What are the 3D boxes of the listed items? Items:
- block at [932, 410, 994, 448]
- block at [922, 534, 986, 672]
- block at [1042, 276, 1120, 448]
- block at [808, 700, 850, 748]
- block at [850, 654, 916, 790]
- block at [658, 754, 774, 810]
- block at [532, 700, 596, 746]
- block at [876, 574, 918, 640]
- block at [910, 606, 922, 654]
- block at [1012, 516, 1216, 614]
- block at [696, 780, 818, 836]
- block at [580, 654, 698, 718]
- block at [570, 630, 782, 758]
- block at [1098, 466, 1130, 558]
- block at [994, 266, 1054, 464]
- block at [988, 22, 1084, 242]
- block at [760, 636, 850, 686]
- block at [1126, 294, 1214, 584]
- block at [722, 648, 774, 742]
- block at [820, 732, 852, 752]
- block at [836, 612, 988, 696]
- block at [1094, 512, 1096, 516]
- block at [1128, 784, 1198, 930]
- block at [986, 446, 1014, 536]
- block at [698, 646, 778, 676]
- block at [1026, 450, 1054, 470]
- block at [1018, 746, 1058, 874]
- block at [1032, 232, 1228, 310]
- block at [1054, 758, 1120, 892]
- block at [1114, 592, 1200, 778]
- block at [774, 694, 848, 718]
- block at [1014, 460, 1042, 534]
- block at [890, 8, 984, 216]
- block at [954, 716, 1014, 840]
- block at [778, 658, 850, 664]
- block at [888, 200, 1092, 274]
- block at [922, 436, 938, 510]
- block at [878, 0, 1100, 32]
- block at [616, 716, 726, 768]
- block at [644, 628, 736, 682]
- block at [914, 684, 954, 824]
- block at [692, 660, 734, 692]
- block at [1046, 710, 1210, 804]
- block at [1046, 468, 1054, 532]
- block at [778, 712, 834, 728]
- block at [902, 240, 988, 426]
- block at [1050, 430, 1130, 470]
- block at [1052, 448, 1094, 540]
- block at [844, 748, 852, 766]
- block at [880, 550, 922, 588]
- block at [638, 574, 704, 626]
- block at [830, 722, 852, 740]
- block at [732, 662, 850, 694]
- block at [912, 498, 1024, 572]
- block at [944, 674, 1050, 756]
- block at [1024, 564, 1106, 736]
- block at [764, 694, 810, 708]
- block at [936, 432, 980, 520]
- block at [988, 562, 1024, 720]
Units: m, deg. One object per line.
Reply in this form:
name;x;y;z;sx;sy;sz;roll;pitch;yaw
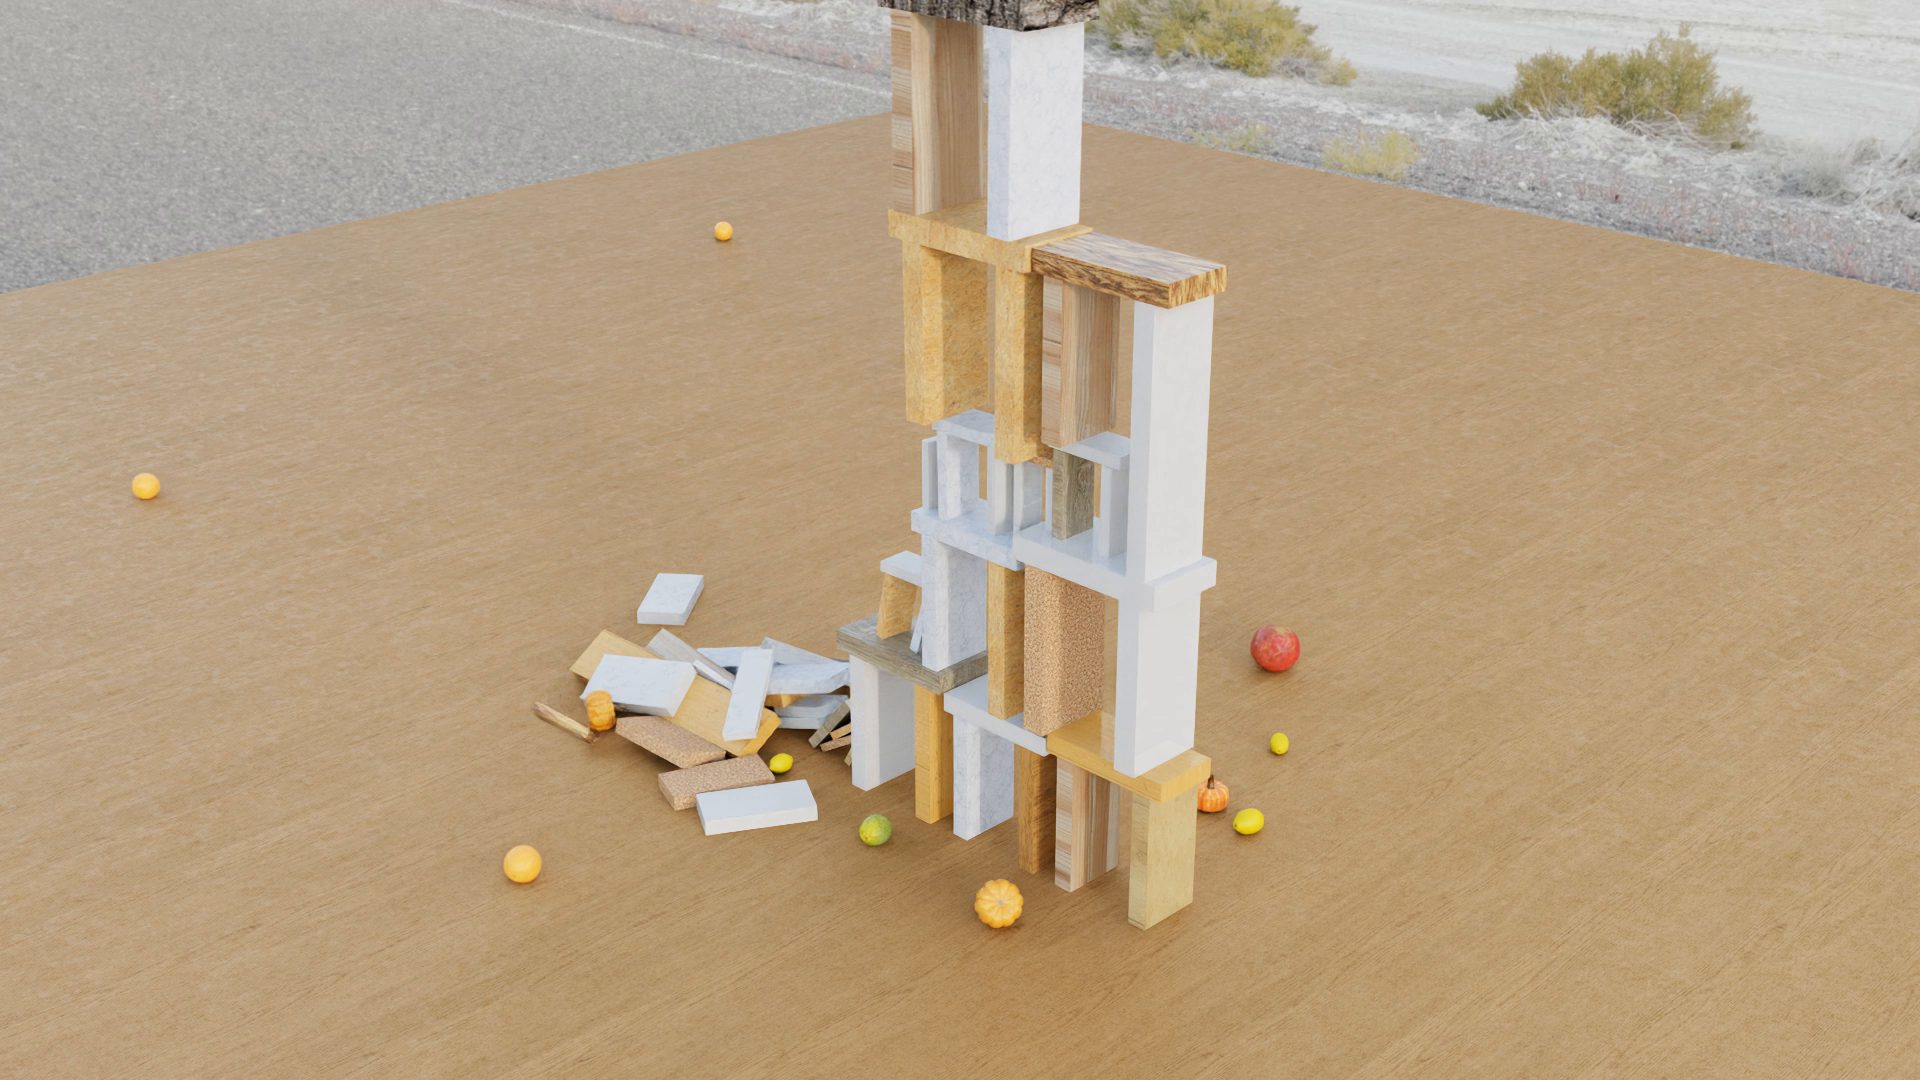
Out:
block;0.039;-0.209;4.088;0.172;0.024;0.086;20;30;41
block;-0.011;0.103;4.285;0.040;0.279;0.139;21;31;40
block;0.212;-0.327;3.851;0.043;0.304;0.152;21;31;41
block;-0.250;0.381;4.678;0.081;0.162;0.023;-21;70;-46
block;-0.156;0.354;4.542;0.042;0.300;0.150;21;31;40
block;-0.503;0.499;4.544;0.216;0.031;0.108;-10;25;-22
block;-0.846;0.393;4.703;0.138;0.069;0.020;26;72;12
block;-0.124;0.124;4.403;0.073;0.147;0.021;-18;42;-36
block;-0.051;0.151;4.341;0.073;0.147;0.021;-22;49;-41
block;0.275;0.035;3.943;0.168;0.048;0.337;-21;31;-41
block;-0.412;0.540;4.447;0.227;0.032;0.113;-6;24;-14
block;-0.708;0.320;4.842;0.244;0.035;0.122;3;52;32
block;-0.633;0.340;4.834;0.594;0.035;0.122;21;63;40
block;0.285;-0.060;3.888;0.085;0.169;0.024;-21;31;-40
block;0.139;-0.330;3.931;0.048;0.360;0.171;21;31;40
block;0.130;-0.709;3.777;0.180;0.360;0.051;-21;31;-41
block;-0.335;0.275;4.932;0.216;0.031;0.108;20;3;-16
block;0.357;-0.180;3.752;0.152;0.497;0.043;-21;31;-40
block;-0.451;0.329;4.705;0.069;0.020;0.289;-6;33;8
block;-0.238;0.421;4.668;0.061;0.017;0.122;-22;0;-41
block;-0.092;0.221;4.418;0.300;0.042;0.150;21;31;41
block;0.325;-0.083;5.939;0.045;0.013;0.091;-9;25;-21
block;0.376;0.569;4.064;0.039;0.278;0.139;21;31;41
block;0.091;-0.100;4.085;0.086;0.172;0.024;-17;29;-35
block;-0.525;0.280;5.004;0.219;0.031;0.109;-3;20;26
block;0.154;-0.155;4.001;0.120;0.017;0.060;20;30;40
block;0.173;0.498;4.246;0.038;0.266;0.133;21;31;41
block;0.285;-0.458;3.714;0.152;0.043;0.304;-21;31;-41
block;0.244;0.518;4.184;0.039;0.278;0.139;21;31;41
block;0.354;0.242;3.946;0.048;0.337;0.168;21;31;40
block;-0.322;0.358;4.757;0.081;0.023;0.162;-22;13;-40
block;0.126;-0.084;4.061;0.017;0.161;0.060;21;31;40
block;-0.039;-0.776;3.936;0.051;0.360;0.180;21;31;40
block;0.048;0.449;4.362;0.038;0.266;0.133;21;31;40
block;-0.314;0.290;5.057;0.313;0.016;0.055;5;23;11
block;0.052;-0.550;3.926;0.171;0.048;0.342;-21;31;-40
block;-0.039;-0.131;4.202;0.069;0.138;0.020;-16;28;-34
block;0.045;-0.931;3.774;0.180;0.051;0.360;-20;30;-40
block;-0.616;0.427;4.671;0.227;0.032;0.113;21;13;40
block;-0.615;0.300;4.942;0.108;0.031;0.320;-48;41;-14
block;-0.022;0.406;4.420;0.042;0.300;0.150;21;31;41
block;-0.523;0.315;4.799;0.143;0.050;0.014;31;61;27
block;0.310;0.397;4.062;0.139;0.039;0.278;-21;31;-41
block;0.183;-0.081;4.001;0.060;0.120;0.017;-18;29;-37
block;-0.330;0.383;4.762;0.162;0.023;0.081;-4;14;46
block;-0.025;-0.400;4.072;0.048;0.342;0.171;20;30;41
block;0.247;-0.166;3.892;0.085;0.024;0.169;-21;31;-40
block;0.205;-0.092;3.964;0.024;0.169;0.085;21;31;41
block;-0.196;0.423;4.617;0.061;0.122;0.017;-21;61;-41
block;-0.079;0.061;4.338;0.147;0.021;0.073;21;31;38
block;-0.707;0.144;5.380;0.113;0.032;0.227;2;23;5
block;-0.220;0.388;4.626;0.061;0.017;0.121;-26;-2;-35
block;-0.359;0.302;4.783;0.265;0.031;0.109;-4;14;35
block;0.054;-0.018;4.163;0.139;0.040;0.279;-21;31;-41
block;0.110;0.334;4.244;0.266;0.038;0.133;21;31;40
block;0.195;0.181;4.091;0.168;0.337;0.048;-21;31;-40
block;-0.425;0.331;4.864;0.219;0.031;0.109;0;17;45
block;-0.003;-0.132;4.159;0.024;0.172;0.086;20;30;41
block;0.118;0.173;4.169;0.139;0.317;0.040;-20;30;-39
